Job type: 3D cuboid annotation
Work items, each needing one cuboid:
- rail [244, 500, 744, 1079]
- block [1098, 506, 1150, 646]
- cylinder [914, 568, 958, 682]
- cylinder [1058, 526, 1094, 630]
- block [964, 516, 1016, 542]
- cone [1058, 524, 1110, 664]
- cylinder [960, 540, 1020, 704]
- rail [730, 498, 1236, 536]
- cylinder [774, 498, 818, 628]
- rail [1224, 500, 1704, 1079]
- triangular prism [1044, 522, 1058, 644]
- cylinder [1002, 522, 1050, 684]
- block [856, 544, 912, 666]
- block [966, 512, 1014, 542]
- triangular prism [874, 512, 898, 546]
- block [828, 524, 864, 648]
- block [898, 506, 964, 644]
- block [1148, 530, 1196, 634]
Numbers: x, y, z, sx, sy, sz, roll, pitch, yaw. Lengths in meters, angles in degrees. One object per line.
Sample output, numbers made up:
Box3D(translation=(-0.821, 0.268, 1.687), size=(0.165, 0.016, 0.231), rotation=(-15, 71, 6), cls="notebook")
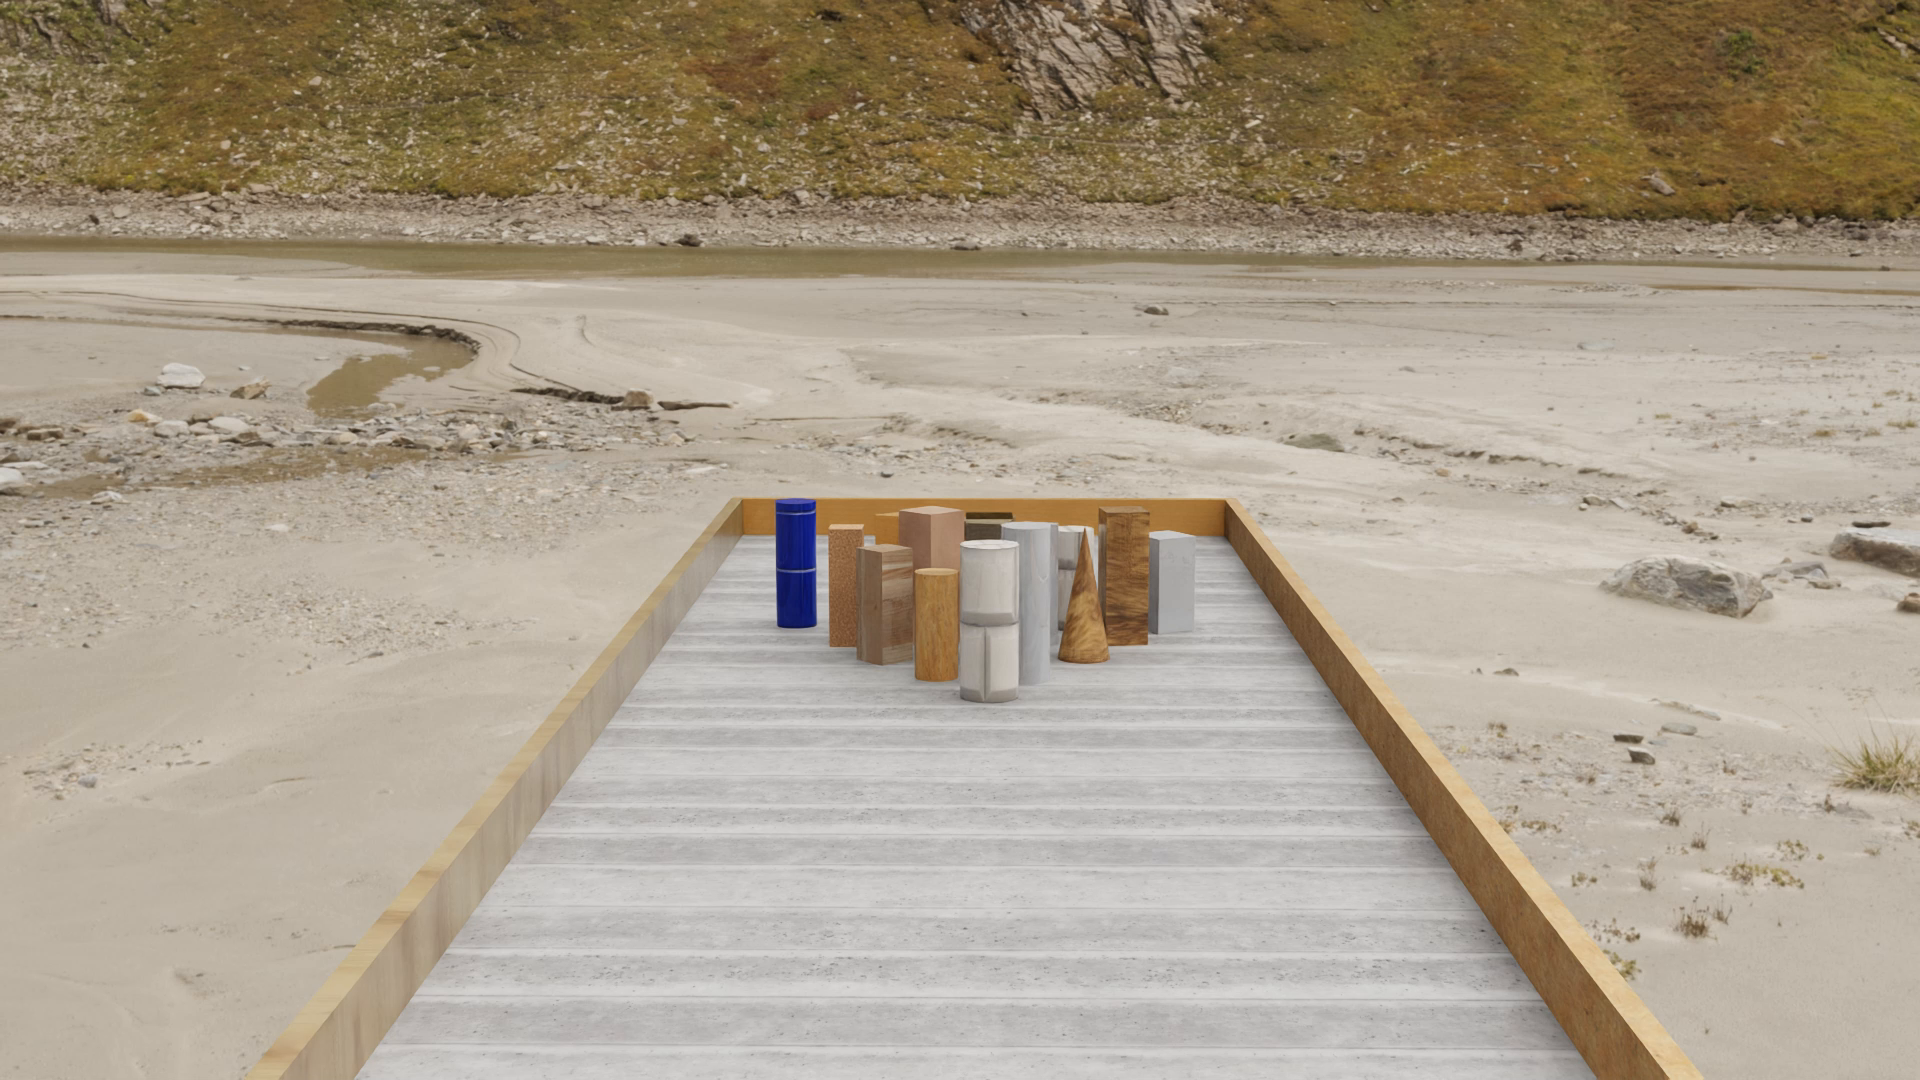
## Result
Box3D(translation=(-1.004, 0.839, 3.234), size=(0.050, 0.150, 12.000), rotation=(0, 9, 1), cls="rail")
Box3D(translation=(0.516, 0.113, 6.948), size=(0.135, 0.423, 0.135), rotation=(-1, 9, -7), cls="block")
Box3D(translation=(-0.069, 0.247, 6.443), size=(0.128, 0.314, 0.128), rotation=(0, 9, 0), cls="cylinder")
Box3D(translation=(0.369, 0.125, 7.176), size=(0.134, 0.328, 0.134), rotation=(0, 9, 0), cls="cylinder")
Box3D(translation=(0.090, 0.107, 7.186), size=(0.149, 0.360, 0.149), rotation=(3, 9, 16), cls="block")
Box3D(translation=(0.379, 0.157, 6.697), size=(0.162, 0.413, 0.162), rotation=(0, 9, 0), cls="cone")
Box3D(translation=(0.083, 0.227, 6.182), size=(0.166, 0.436, 0.166), rotation=(0, 9, 0), cls="cylinder")
Box3D(translation=(0.099, -0.098, 9.147), size=(2.100, 0.150, 0.050), rotation=(0, 9, 1), cls="rail")
Box3D(translation=(-0.537, 0.076, 7.215), size=(0.134, 0.411, 0.134), rotation=(0, 9, 0), cls="cylinder")
Box3D(translation=(1.046, 0.843, 3.208), size=(0.050, 0.150, 12.000), rotation=(0, 9, 1), cls="rail")
Box3D(translation=(0.235, 0.137, 6.921), size=(0.113, 0.384, 0.097), rotation=(-8, 12, -40), cls="triangular prism")
Box3D(translation=(0.191, 0.183, 6.401), size=(0.144, 0.456, 0.144), rotation=(0, 9, 0), cls="cylinder")
Box3D(translation=(-0.229, 0.195, 6.675), size=(0.121, 0.346, 0.121), rotation=(-8, 12, -42), cls="block")
Box3D(translation=(0.088, 0.148, 6.646), size=(0.140, 0.447, 0.140), rotation=(0, 9, 0), cls="block")
Box3D(translation=(-0.192, 0.098, 7.202), size=(0.135, 0.373, 0.117), rotation=(4, 10, 23), cls="triangular prism")
Box3D(translation=(-0.356, 0.143, 6.913), size=(0.104, 0.373, 0.104), rotation=(0, 9, 1), cls="block")
Box3D(translation=(-0.090, 0.113, 6.954), size=(0.146, 0.420, 0.146), rotation=(-9, 13, -44), cls="block")
Box3D(translation=(0.663, 0.136, 7.163), size=(0.145, 0.309, 0.145), rotation=(-5, 11, -31), cls="block")
